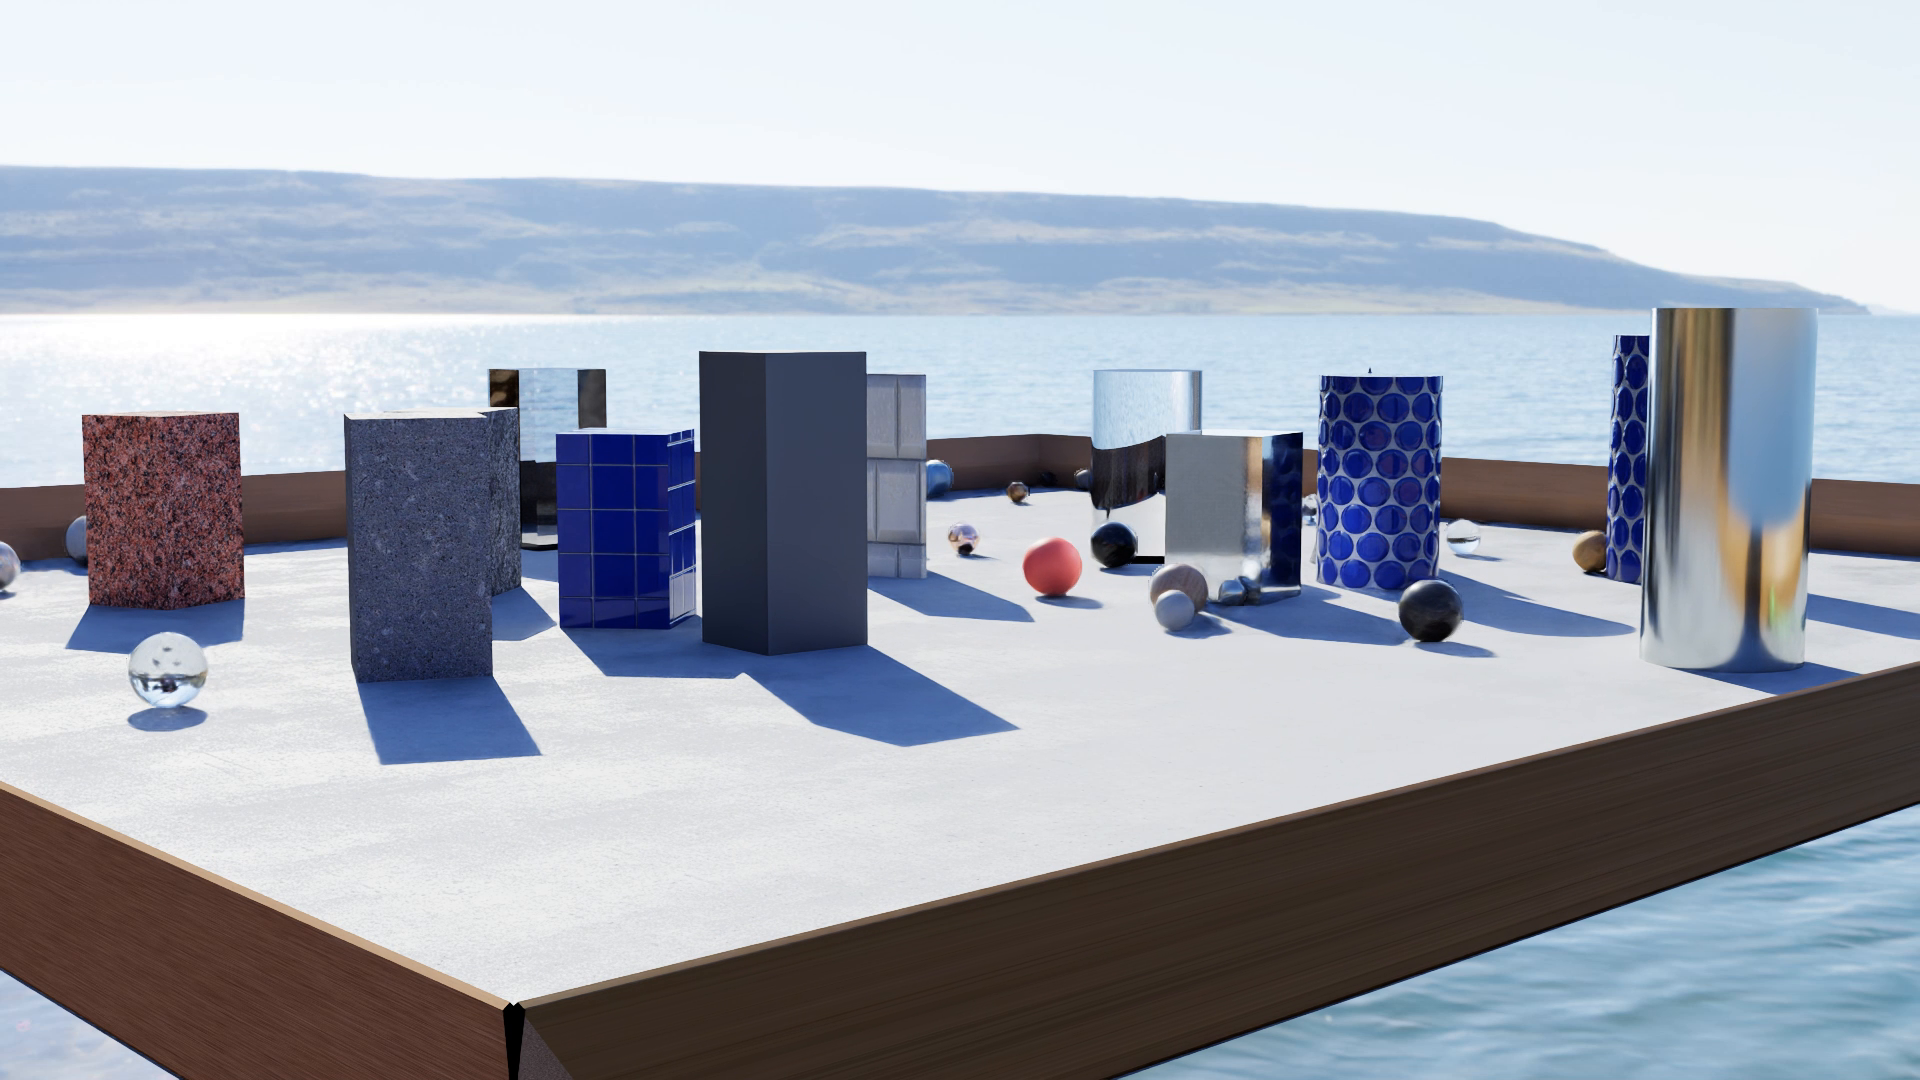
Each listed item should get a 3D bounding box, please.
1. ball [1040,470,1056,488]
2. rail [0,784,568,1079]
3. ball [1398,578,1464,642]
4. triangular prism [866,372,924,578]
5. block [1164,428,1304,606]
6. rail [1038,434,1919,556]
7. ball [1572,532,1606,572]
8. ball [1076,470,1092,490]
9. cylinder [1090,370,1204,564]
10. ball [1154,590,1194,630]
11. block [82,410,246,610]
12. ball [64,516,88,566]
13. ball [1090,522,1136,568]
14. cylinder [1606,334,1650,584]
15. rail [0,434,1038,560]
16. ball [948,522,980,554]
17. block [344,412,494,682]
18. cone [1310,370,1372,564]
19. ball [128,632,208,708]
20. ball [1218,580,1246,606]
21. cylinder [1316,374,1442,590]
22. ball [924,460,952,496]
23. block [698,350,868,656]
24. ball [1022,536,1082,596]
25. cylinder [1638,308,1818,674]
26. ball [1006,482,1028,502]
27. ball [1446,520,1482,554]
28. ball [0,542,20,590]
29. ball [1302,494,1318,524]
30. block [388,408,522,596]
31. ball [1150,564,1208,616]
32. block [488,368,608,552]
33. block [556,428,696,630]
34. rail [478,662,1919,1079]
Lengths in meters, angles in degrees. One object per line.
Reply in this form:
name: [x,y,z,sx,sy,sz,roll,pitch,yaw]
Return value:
ball: [0.222,-0.155,5.585,0.041,0.041,0.041,0,6,0]
rail: [-1.260,0.154,2.175,0.045,0.130,3.168,-5,8,-42]
ball: [0.634,0.095,2.965,0.086,0.086,0.086,0,6,0]
triangular prism: [-0.105,-0.116,3.762,0.173,0.340,0.150,3,7,25]
block: [0.426,-0.038,3.419,0.160,0.258,0.160,4,7,31]
rail: [1.260,-0.086,4.488,0.045,0.130,3.168,-5,8,-42]
ball: [1.084,0.020,3.763,0.070,0.070,0.070,0,6,0]
ball: [0.314,-0.148,5.470,0.052,0.052,0.052,0,6,0]
cylinder: [0.336,-0.136,3.969,0.200,0.339,0.200,0,6,0]
ball: [0.300,0.098,3.081,0.056,0.056,0.056,0,6,0]
block: [-1.220,-0.050,3.373,0.160,0.289,0.160,3,7,25]
ball: [-1.523,0.000,3.861,0.090,0.090,0.090,0,6,0]
ball: [0.266,0.008,3.827,0.081,0.081,0.081,0,6,0]
cylinder: [1.181,-0.137,3.649,0.200,0.406,0.200,0,6,0]
rail: [-1.058,-0.085,4.472,3.476,0.130,0.045,-5,8,-42]
ball: [0.007,-0.003,4.042,0.057,0.057,0.057,0,6,0]
block: [-0.673,0.004,2.727,0.160,0.317,0.160,-2,6,-18]
cone: [0.723,-0.134,3.893,0.200,0.349,0.200,0,6,0]
ball: [-0.891,0.147,2.473,0.086,0.086,0.086,0,6,0]
ball: [0.411,0.080,3.323,0.042,0.042,0.042,0,6,0]
cylinder: [0.689,-0.101,3.616,0.200,0.341,0.200,0,6,0]
ball: [-0.063,-0.149,5.306,0.086,0.086,0.086,0,6,0]
block: [-0.236,-0.056,2.940,0.160,0.392,0.160,-5,8,-39]
ball: [0.145,0.041,3.448,0.093,0.093,0.093,0,6,0]
cylinder: [0.973,-0.069,2.791,0.200,0.448,0.200,0,6,0]
ball: [0.133,-0.112,5.132,0.049,0.049,0.049,0,6,0]
ball: [0.923,-0.005,4.032,0.064,0.064,0.064,0,6,0]
ball: [-1.541,0.041,3.501,0.082,0.082,0.082,0,6,0]
ball: [0.745,-0.066,4.631,0.061,0.061,0.061,0,6,0]
block: [-0.803,-0.062,3.492,0.160,0.290,0.160,1,6,8]
ball: [0.315,0.075,3.166,0.084,0.084,0.084,0,6,0]
block: [-0.783,-0.157,4.184,0.160,0.336,0.160,-6,8,-44]
block: [-0.477,-0.020,3.161,0.160,0.274,0.160,1,6,7]
rail: [1.058,0.152,2.191,3.476,0.130,0.045,-5,8,-42]
